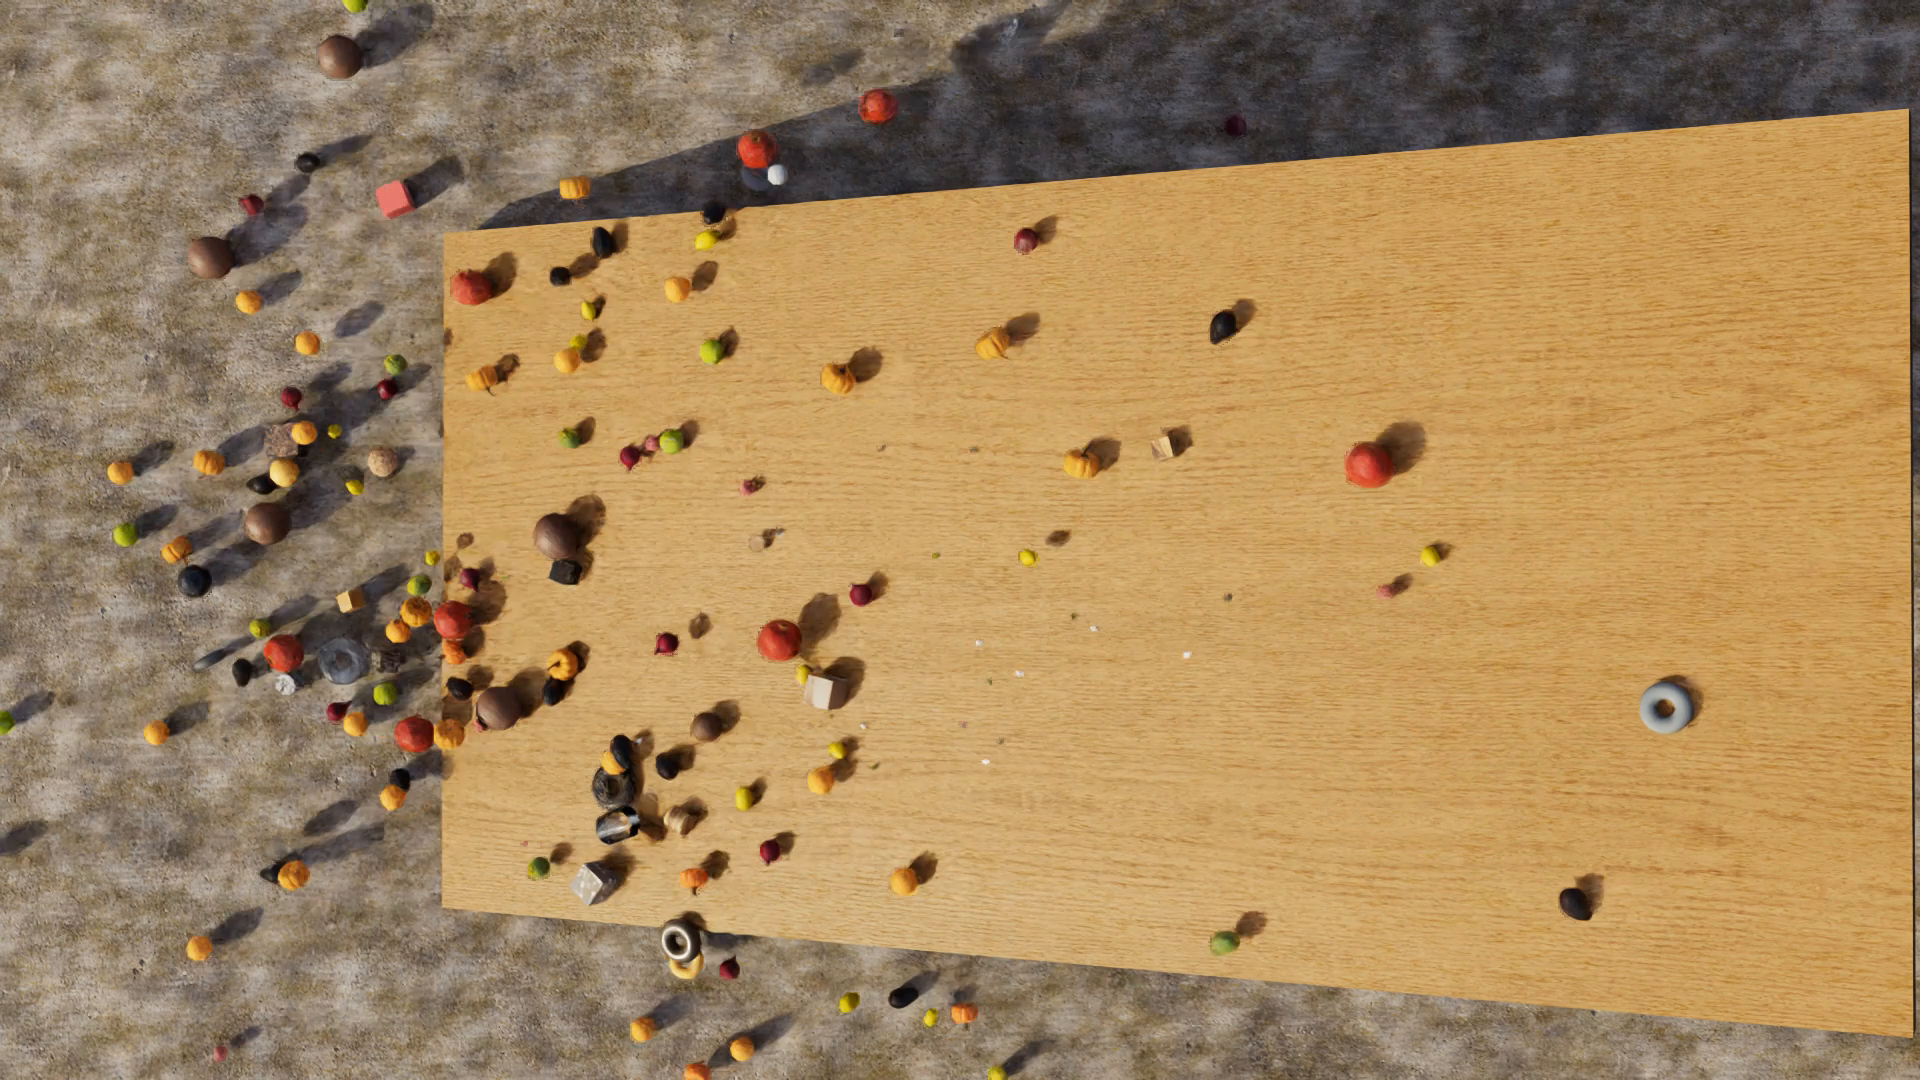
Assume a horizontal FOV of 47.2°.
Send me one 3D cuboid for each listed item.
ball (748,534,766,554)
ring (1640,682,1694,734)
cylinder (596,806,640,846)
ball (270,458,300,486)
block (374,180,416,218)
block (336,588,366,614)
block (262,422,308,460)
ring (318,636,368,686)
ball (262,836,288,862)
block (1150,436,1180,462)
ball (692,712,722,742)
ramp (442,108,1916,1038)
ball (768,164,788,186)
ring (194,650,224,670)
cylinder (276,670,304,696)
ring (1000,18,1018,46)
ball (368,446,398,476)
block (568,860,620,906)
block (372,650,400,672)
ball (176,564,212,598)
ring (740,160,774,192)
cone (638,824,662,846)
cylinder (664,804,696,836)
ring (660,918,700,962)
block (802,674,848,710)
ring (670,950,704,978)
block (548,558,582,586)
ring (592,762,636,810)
[{"bbox_3d":[-0.556,0.011,6.004,0.050,0.050,0.050,0,89,0],"label":"ball"},{"bbox_3d":[1.586,0.377,4.939,0.118,0.039,0.118,-1,88,27],"label":"ring"},{"bbox_3d":[-0.960,0.801,6.176,0.088,0.088,0.088,-27,89,31],"label":"cylinder"},{"bbox_3d":[-2.017,-0.203,6.565,0.086,0.086,0.086,0,89,0],"label":"ball"},{"bbox_3d":[-1.690,-1.019,6.580,0.080,0.080,0.080,-22,89,0],"label":"block"},{"bbox_3d":[-1.818,0.182,6.567,0.053,0.053,0.053,-25,83,35],"label":"block"},{"bbox_3d":[-2.014,-0.294,6.565,0.094,0.094,0.094,-8,89,0],"label":"block"},{"bbox_3d":[-1.847,0.362,6.580,0.147,0.049,0.147,0,88,0],"label":"ring"},{"bbox_3d":[-2.032,0.918,6.528,0.073,0.073,0.073,0,89,0],"label":"ball"},{"bbox_3d":[0.510,-0.226,5.475,0.051,0.051,0.051,-16,82,25],"label":"block"},{"bbox_3d":[-0.696,0.515,6.049,0.086,0.086,0.086,0,89,0],"label":"ball"},{"bbox_3d":[0.280,0.080,5.671,4.000,0.100,2.000,0,89,26],"label":"ramp"},{"bbox_3d":[-0.503,-1.010,6.075,0.060,0.060,0.060,0,89,0],"label":"ball"},{"bbox_3d":[-2.239,0.360,6.553,0.091,0.091,0.030,-26,101,0],"label":"ring"},{"bbox_3d":[-1.999,0.426,6.566,0.062,0.062,0.062,2,99,10],"label":"cylinder"},{"bbox_3d":[0.146,-1.520,6.583,0.029,0.087,0.087,24,89,-13],"label":"ring"},{"bbox_3d":[-1.703,-0.231,6.494,0.088,0.088,0.088,0,89,0],"label":"ball"},{"bbox_3d":[-1.032,0.969,6.212,0.084,0.084,0.084,40,106,21],"label":"block"},{"bbox_3d":[-1.713,0.361,6.561,0.060,0.060,0.060,3,92,-37],"label":"block"},{"bbox_3d":[-2.283,0.124,6.557,0.099,0.099,0.099,0,89,0],"label":"ball"},{"bbox_3d":[-0.590,-1.063,6.419,0.110,0.037,0.110,11,56,-16],"label":"ring"},{"bbox_3d":[-0.881,0.814,6.135,0.069,0.069,0.069,-12,63,25],"label":"cone"},{"bbox_3d":[-0.777,0.777,6.099,0.063,0.063,0.063,29,89,24],"label":"cylinder"},{"bbox_3d":[-0.778,1.113,6.113,0.129,0.043,0.129,6,103,25],"label":"ring"},{"bbox_3d":[-0.361,0.406,5.887,0.079,0.079,0.079,13,95,26],"label":"block"},{"bbox_3d":[-0.812,1.251,6.532,0.105,0.035,0.105,-1,76,5],"label":"ring"},{"bbox_3d":[-1.127,0.091,6.282,0.060,0.060,0.060,20,98,25],"label":"block"},{"bbox_3d":[-0.977,0.697,6.209,0.139,0.046,0.139,0,91,26],"label":"ring"}]
